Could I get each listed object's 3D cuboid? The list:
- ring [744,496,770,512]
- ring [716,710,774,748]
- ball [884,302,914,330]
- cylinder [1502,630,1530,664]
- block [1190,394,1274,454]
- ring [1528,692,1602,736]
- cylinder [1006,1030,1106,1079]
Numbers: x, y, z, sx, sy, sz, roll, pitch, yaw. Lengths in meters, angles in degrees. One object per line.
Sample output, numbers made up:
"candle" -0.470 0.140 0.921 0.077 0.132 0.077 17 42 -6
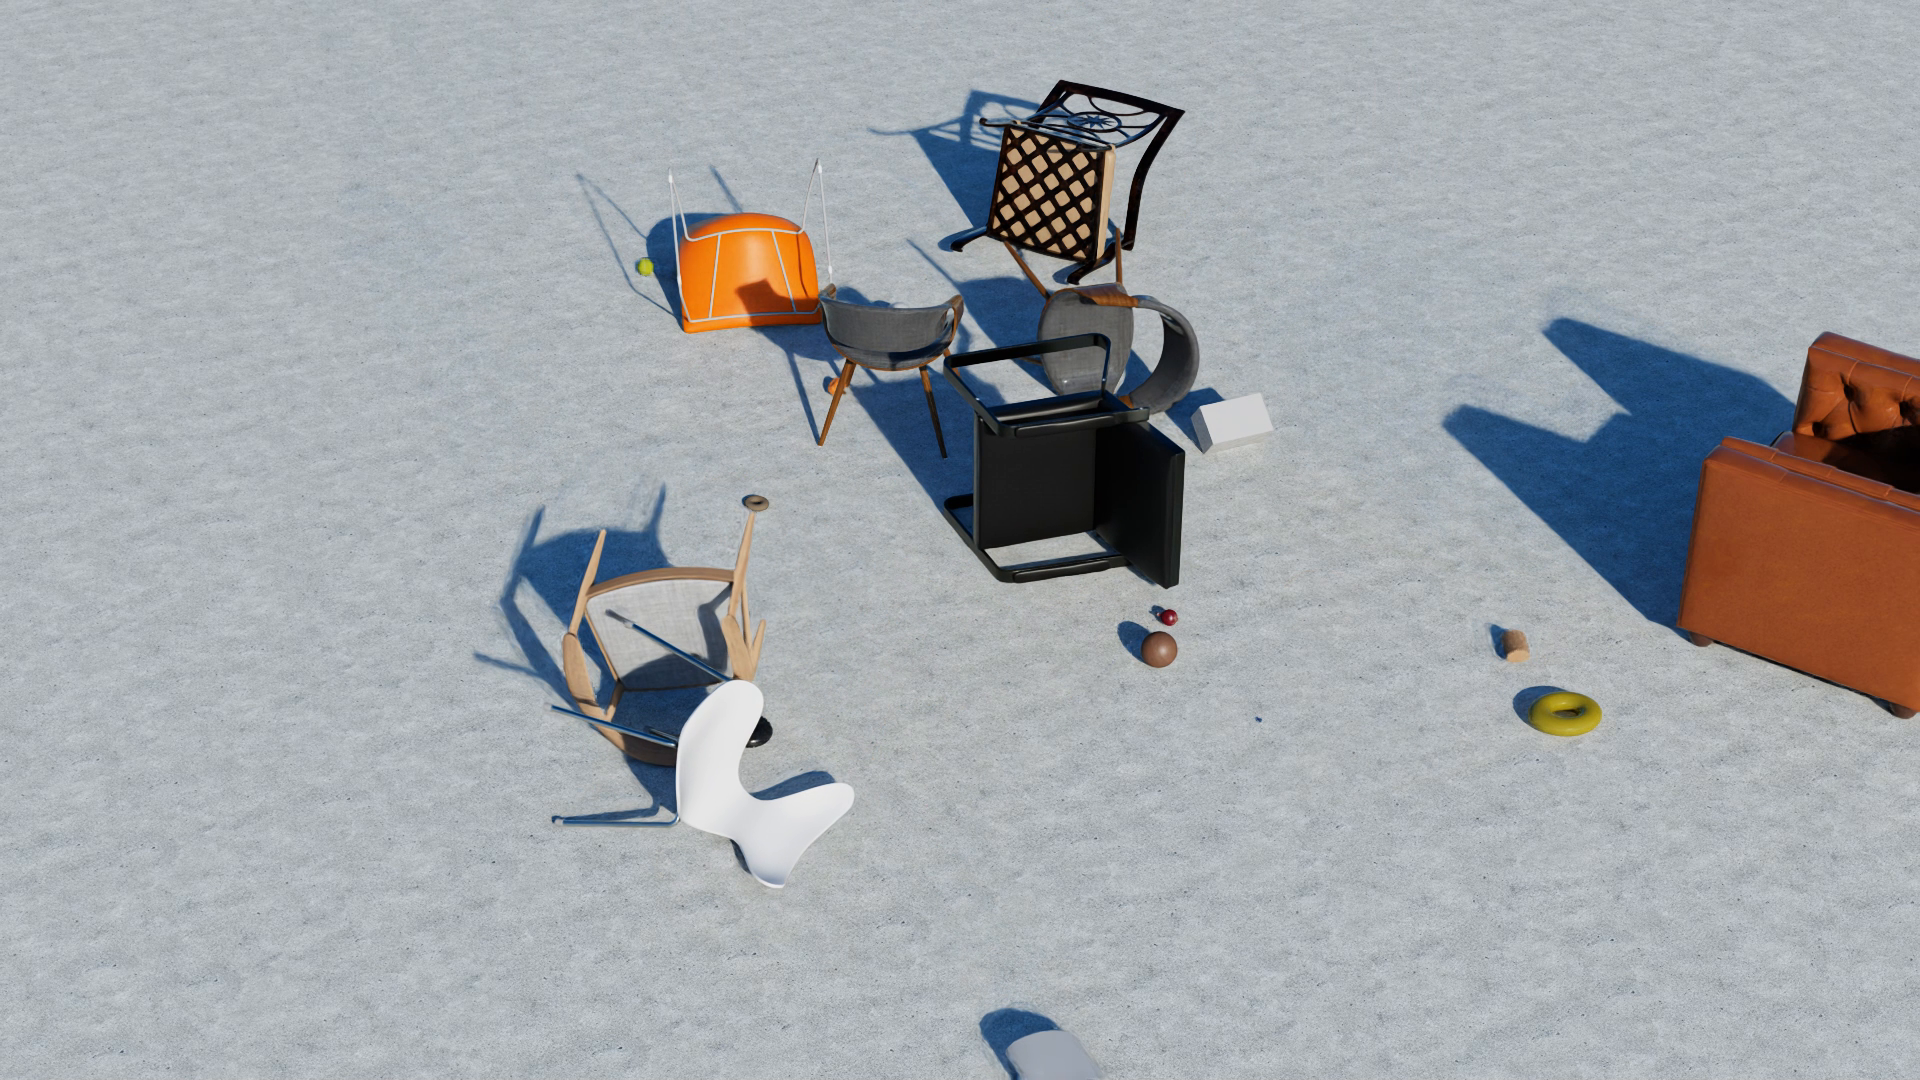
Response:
"ring" -0.772 -0.139 11.133 0.091 0.025 0.102 -24 40 -33
"ring" -0.729 0.641 9.924 0.200 0.053 0.171 18 37 24
"ball" -0.254 -0.936 12.257 0.119 0.119 0.119 0 33 0
"cylinder" 1.954 0.375 10.322 0.079 0.058 0.121 -6 33 4
"block" 1.064 -0.454 11.462 0.265 0.114 0.161 -13 74 -19
"ring" 2.061 0.592 9.990 0.261 0.062 0.216 -10 36 -15
"cylinder" 0.284 1.537 8.501 0.239 0.112 0.220 -2 31 -28
